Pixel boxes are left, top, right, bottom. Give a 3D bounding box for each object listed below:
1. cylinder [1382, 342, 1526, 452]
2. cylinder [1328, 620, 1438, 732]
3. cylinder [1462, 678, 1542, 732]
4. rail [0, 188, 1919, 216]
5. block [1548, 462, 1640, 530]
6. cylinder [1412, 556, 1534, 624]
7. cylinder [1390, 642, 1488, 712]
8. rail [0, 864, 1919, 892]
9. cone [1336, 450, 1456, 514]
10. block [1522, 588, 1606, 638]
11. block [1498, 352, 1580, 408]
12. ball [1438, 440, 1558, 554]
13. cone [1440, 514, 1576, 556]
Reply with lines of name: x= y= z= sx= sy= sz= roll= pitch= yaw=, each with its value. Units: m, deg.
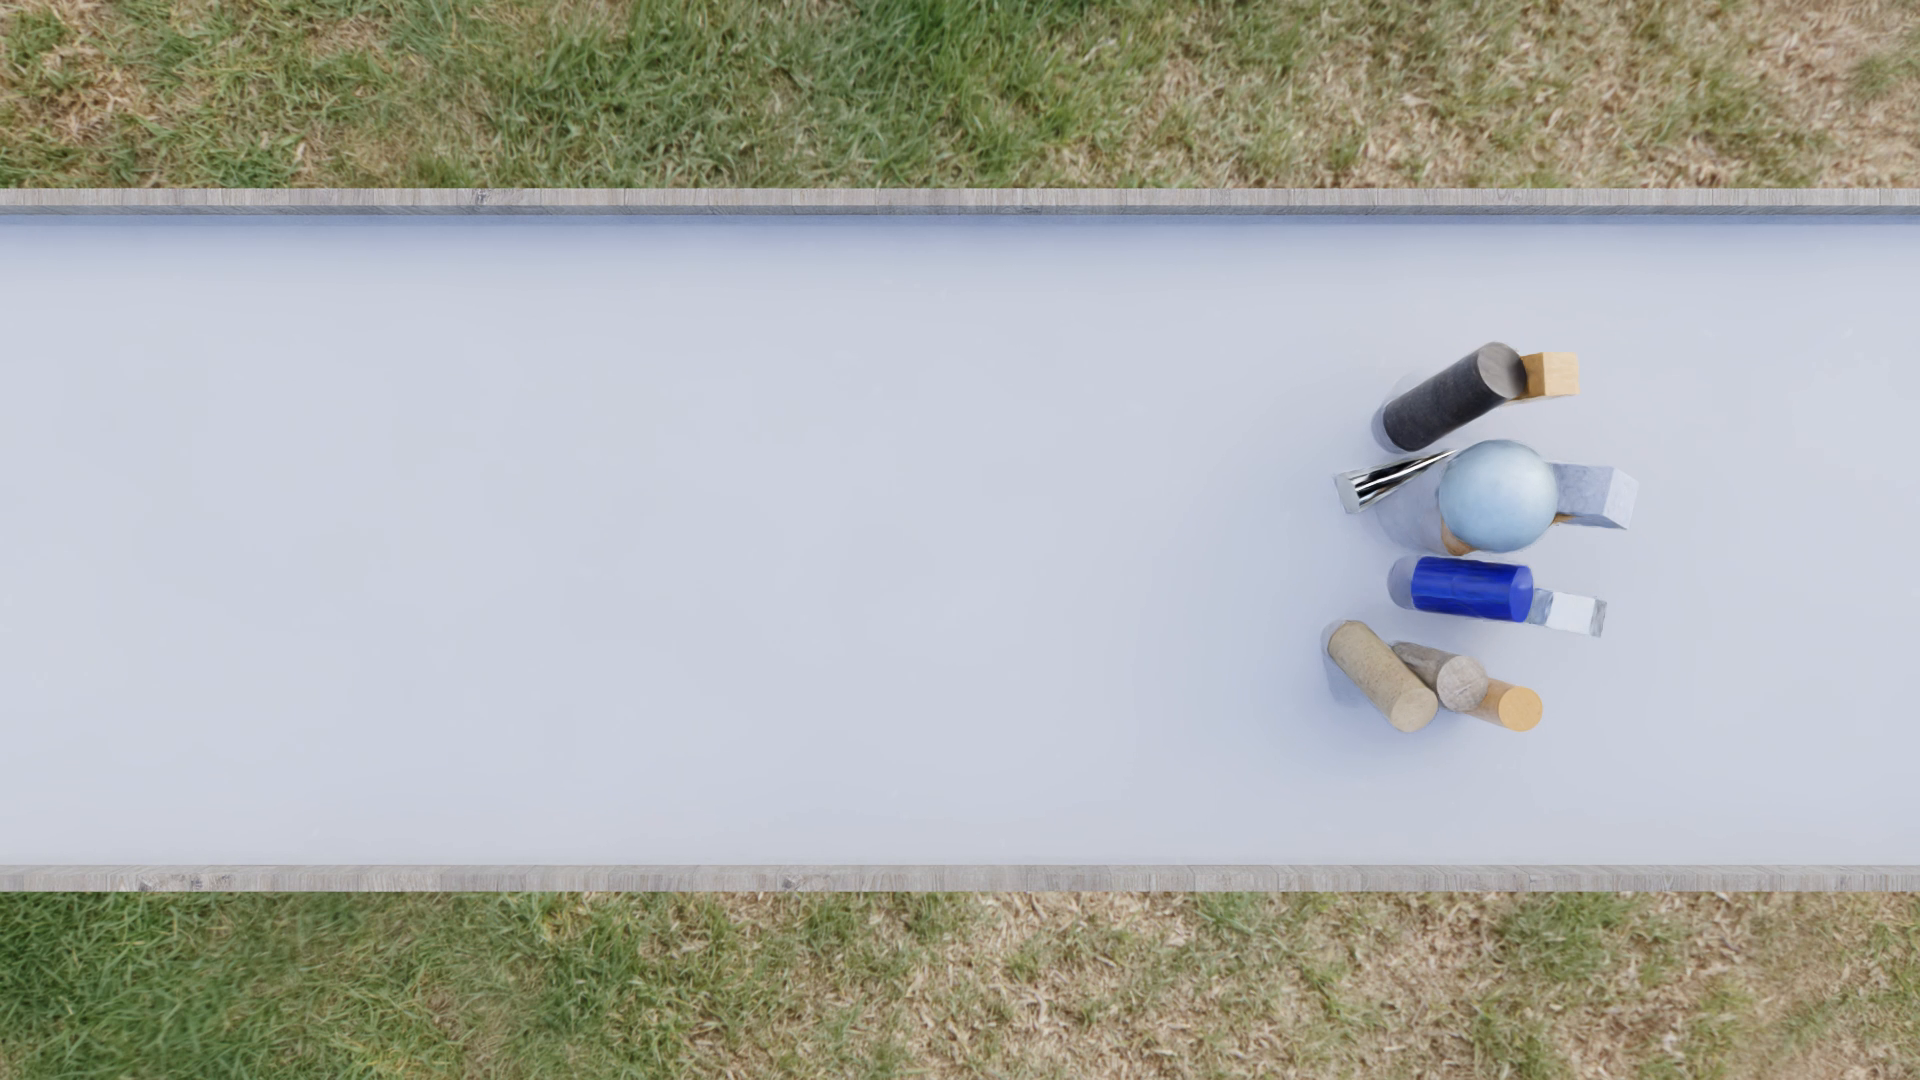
cylinder: x=1.447 y=-0.416 z=4.846 sx=0.172 sy=0.433 sz=0.172 roll=8 pitch=69 yaw=-22
cylinder: x=1.243 y=0.398 z=4.872 sx=0.147 sy=0.389 sz=0.147 roll=-8 pitch=119 yaw=-14
cylinder: x=1.562 y=0.471 z=4.849 sx=0.127 sy=0.449 sz=0.127 roll=0 pitch=91 yaw=-3
rail: x=-2.247 y=-1.025 z=5.002 sx=12.000 sy=0.150 sz=0.050 roll=0 pitch=90 yaw=0
block: x=1.741 y=-0.139 z=4.854 sx=0.142 sy=0.441 sz=0.142 roll=21 pitch=82 yaw=-38
cylinder: x=1.521 y=0.145 z=4.902 sx=0.303 sy=0.170 sz=0.170 roll=6 pitch=90 yaw=41
cylinder: x=1.402 y=0.402 z=4.890 sx=0.162 sy=0.347 sz=0.162 roll=-1 pitch=93 yaw=-12
rail: x=-2.247 y=1.025 z=5.001 sx=12.000 sy=0.150 sz=0.050 roll=0 pitch=90 yaw=0
cone: x=1.358 y=-0.210 z=5.043 sx=0.390 sy=0.134 sz=0.134 roll=-21 pitch=90 yaw=-10
block: x=1.714 y=0.200 z=4.918 sx=0.371 sy=0.106 sz=0.106 roll=11 pitch=90 yaw=39
block: x=1.615 y=-0.462 z=4.849 sx=0.122 sy=0.439 sz=0.122 roll=-4 pitch=89 yaw=-22
ball: x=1.536 y=-0.124 z=4.712 sx=0.327 sy=0.327 sz=0.327 roll=0 pitch=90 yaw=0
cone: x=1.640 y=-0.050 z=4.872 sx=0.164 sy=0.401 sz=0.164 roll=6 pitch=80 yaw=-41
